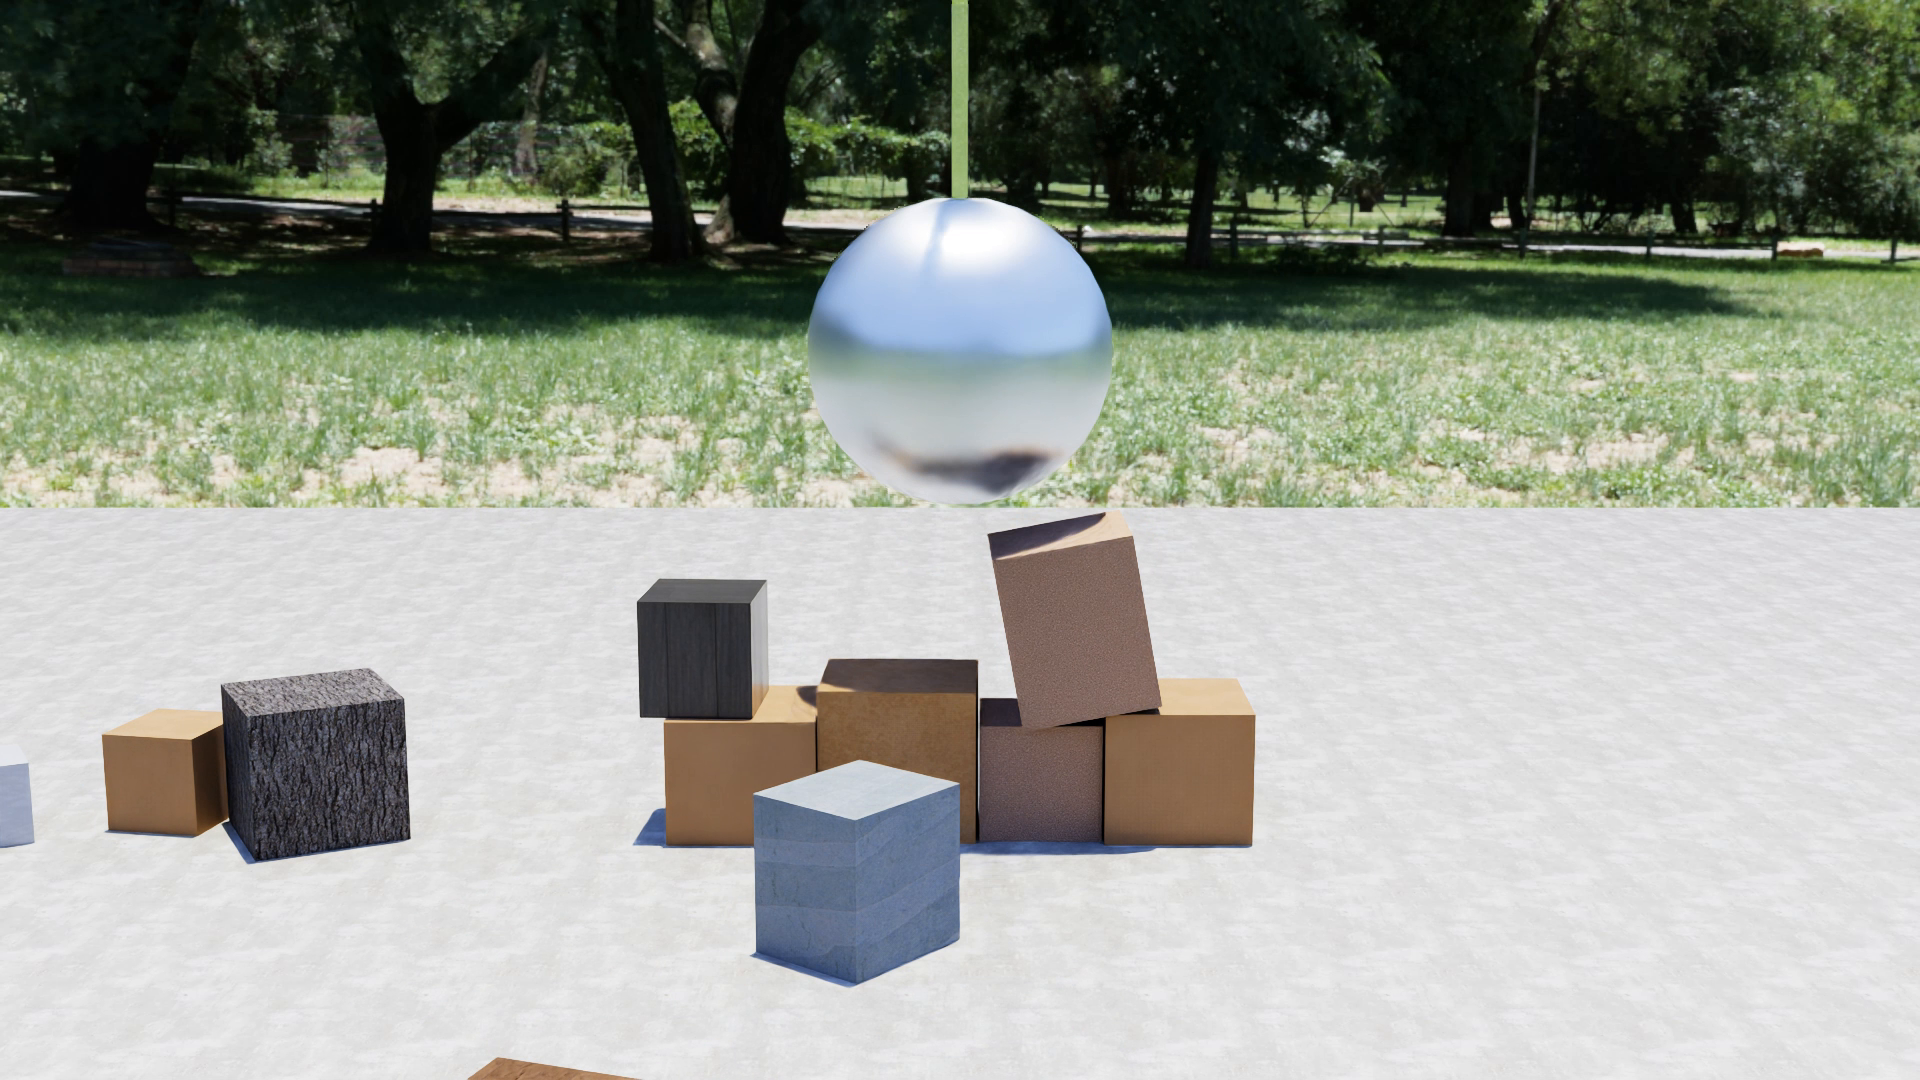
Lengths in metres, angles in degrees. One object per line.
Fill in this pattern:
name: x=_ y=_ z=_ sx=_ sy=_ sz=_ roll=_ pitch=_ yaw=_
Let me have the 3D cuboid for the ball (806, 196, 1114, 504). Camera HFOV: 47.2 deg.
ball: x=0.000 y=-0.983 z=11.470 sx=1.600 sy=1.600 sz=1.600 roll=0 pitch=10 yaw=0

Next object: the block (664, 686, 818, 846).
block: x=-1.102 y=1.158 z=11.405 sx=0.757 sy=0.642 sz=0.762 roll=0 pitch=10 yaw=0

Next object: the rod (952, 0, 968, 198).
rod: x=0.000 y=-4.272 z=10.607 sx=0.080 sy=5.200 sz=0.080 roll=0 pitch=15 yaw=0

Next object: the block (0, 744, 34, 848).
block: x=-4.994 y=1.316 z=11.156 sx=0.478 sy=0.420 sz=0.412 roll=-6 pitch=12 yaw=-29

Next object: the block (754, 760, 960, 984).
block: x=-0.447 y=1.437 z=9.648 sx=0.594 sy=0.720 sz=0.686 roll=8 pitch=13 yaw=39

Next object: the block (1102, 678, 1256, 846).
block: x=1.102 y=1.139 z=11.403 sx=0.748 sy=0.680 sz=0.755 roll=0 pitch=10 yaw=0

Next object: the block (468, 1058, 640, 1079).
block: x=-1.214 y=2.035 z=6.375 sx=0.728 sy=0.716 sz=0.775 roll=4 pitch=11 yaw=19

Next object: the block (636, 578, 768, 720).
block: x=-1.310 y=0.551 z=11.283 sx=0.571 sy=0.596 sz=0.593 roll=1 pitch=10 yaw=3

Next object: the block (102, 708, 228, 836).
block: x=-4.090 y=1.207 z=11.496 sx=0.503 sy=0.512 sz=0.534 roll=2 pitch=11 yaw=11

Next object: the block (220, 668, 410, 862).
block: x=-3.308 y=1.132 z=11.280 sx=0.767 sy=0.736 sz=0.747 roll=-5 pitch=12 yaw=-27

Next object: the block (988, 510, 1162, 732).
block: x=0.575 y=0.398 z=11.237 sx=0.703 sy=0.879 sz=0.777 roll=-10 pitch=10 yaw=1

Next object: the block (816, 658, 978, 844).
block: x=-0.310 y=1.084 z=11.414 sx=0.795 sy=0.784 sz=0.733 roll=0 pitch=10 yaw=2

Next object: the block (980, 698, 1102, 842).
block: x=0.410 y=1.182 z=11.381 sx=0.620 sy=0.602 sz=0.572 roll=0 pitch=10 yaw=0
